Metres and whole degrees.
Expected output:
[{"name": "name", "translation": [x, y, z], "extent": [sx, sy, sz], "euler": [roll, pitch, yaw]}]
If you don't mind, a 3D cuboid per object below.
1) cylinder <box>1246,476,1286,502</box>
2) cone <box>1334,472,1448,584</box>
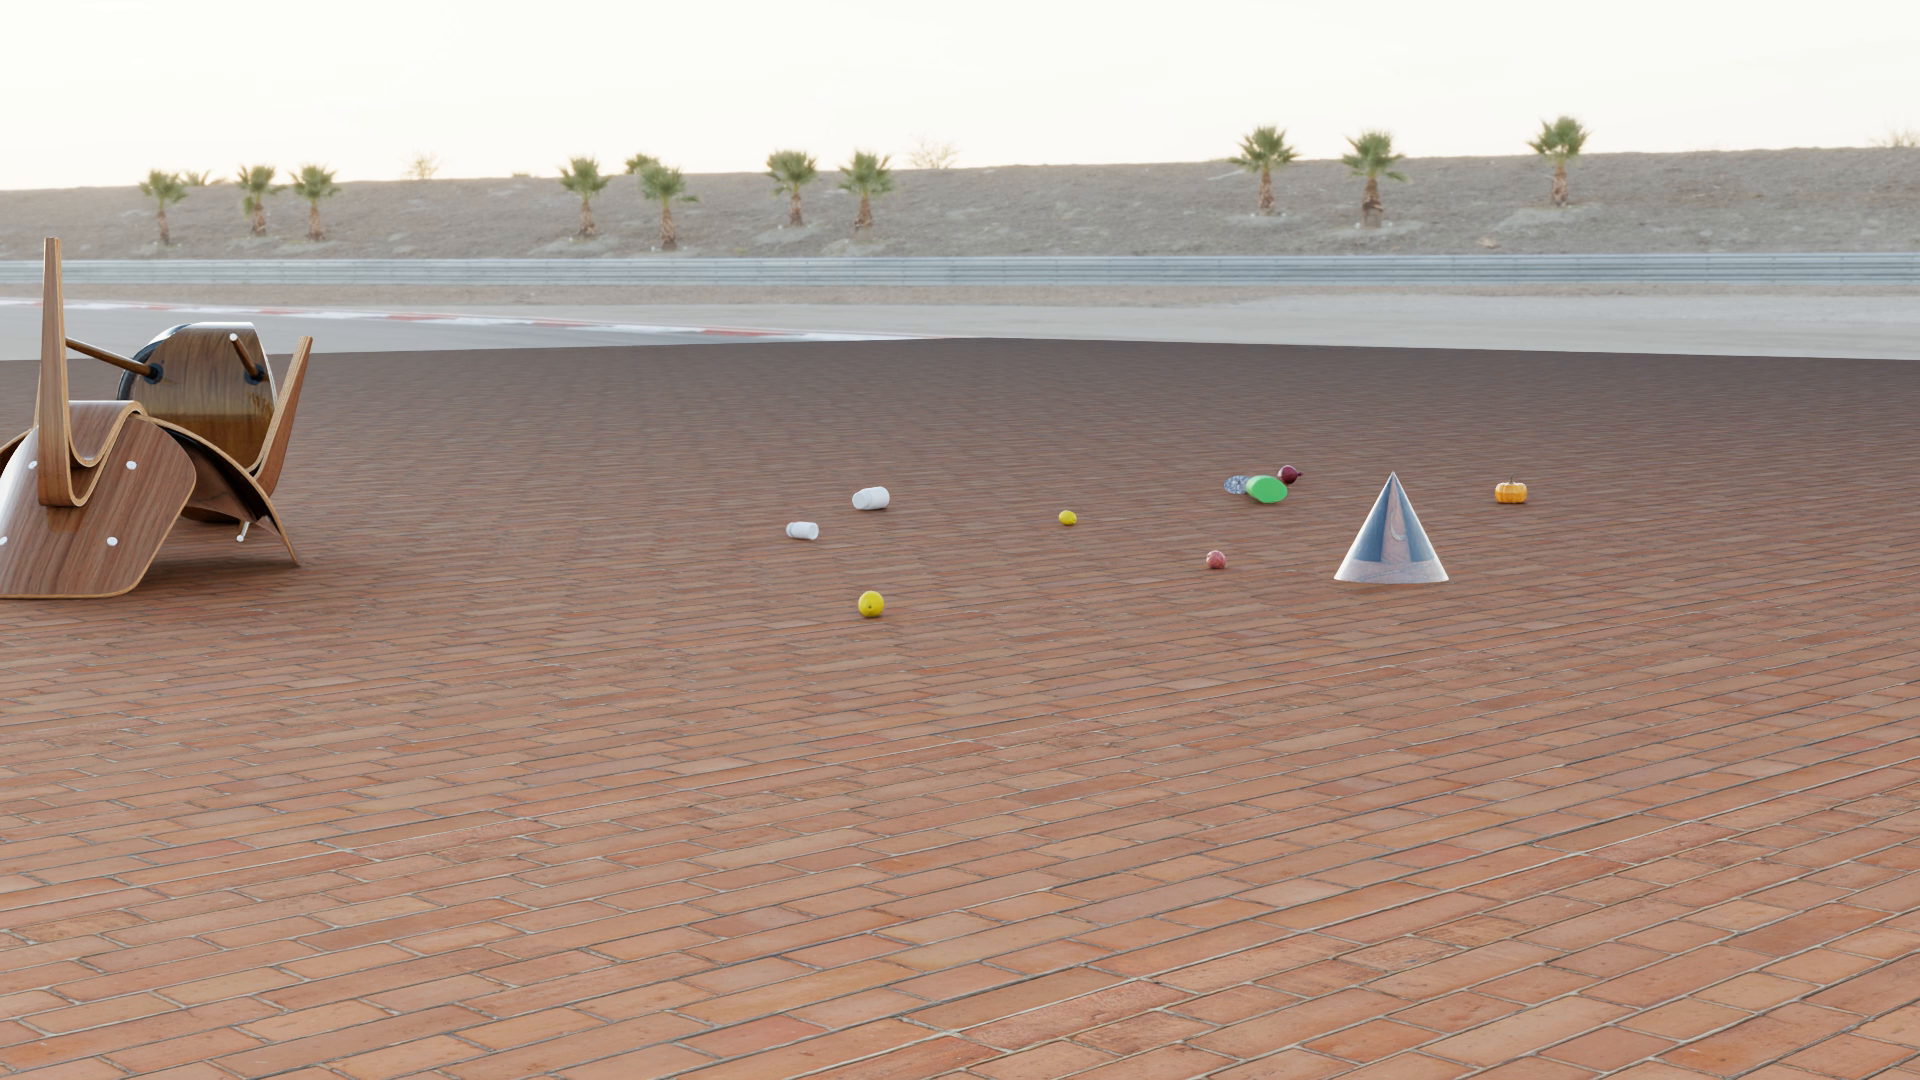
[{"name": "cylinder", "translation": [0.895, -0.148, 7.495], "extent": [0.105, 0.072, 0.087], "euler": [8, 5, -5]}, {"name": "cone", "translation": [0.943, -0.034, 5.596], "extent": [0.250, 0.235, 0.206], "euler": [0, 6, -3]}]
